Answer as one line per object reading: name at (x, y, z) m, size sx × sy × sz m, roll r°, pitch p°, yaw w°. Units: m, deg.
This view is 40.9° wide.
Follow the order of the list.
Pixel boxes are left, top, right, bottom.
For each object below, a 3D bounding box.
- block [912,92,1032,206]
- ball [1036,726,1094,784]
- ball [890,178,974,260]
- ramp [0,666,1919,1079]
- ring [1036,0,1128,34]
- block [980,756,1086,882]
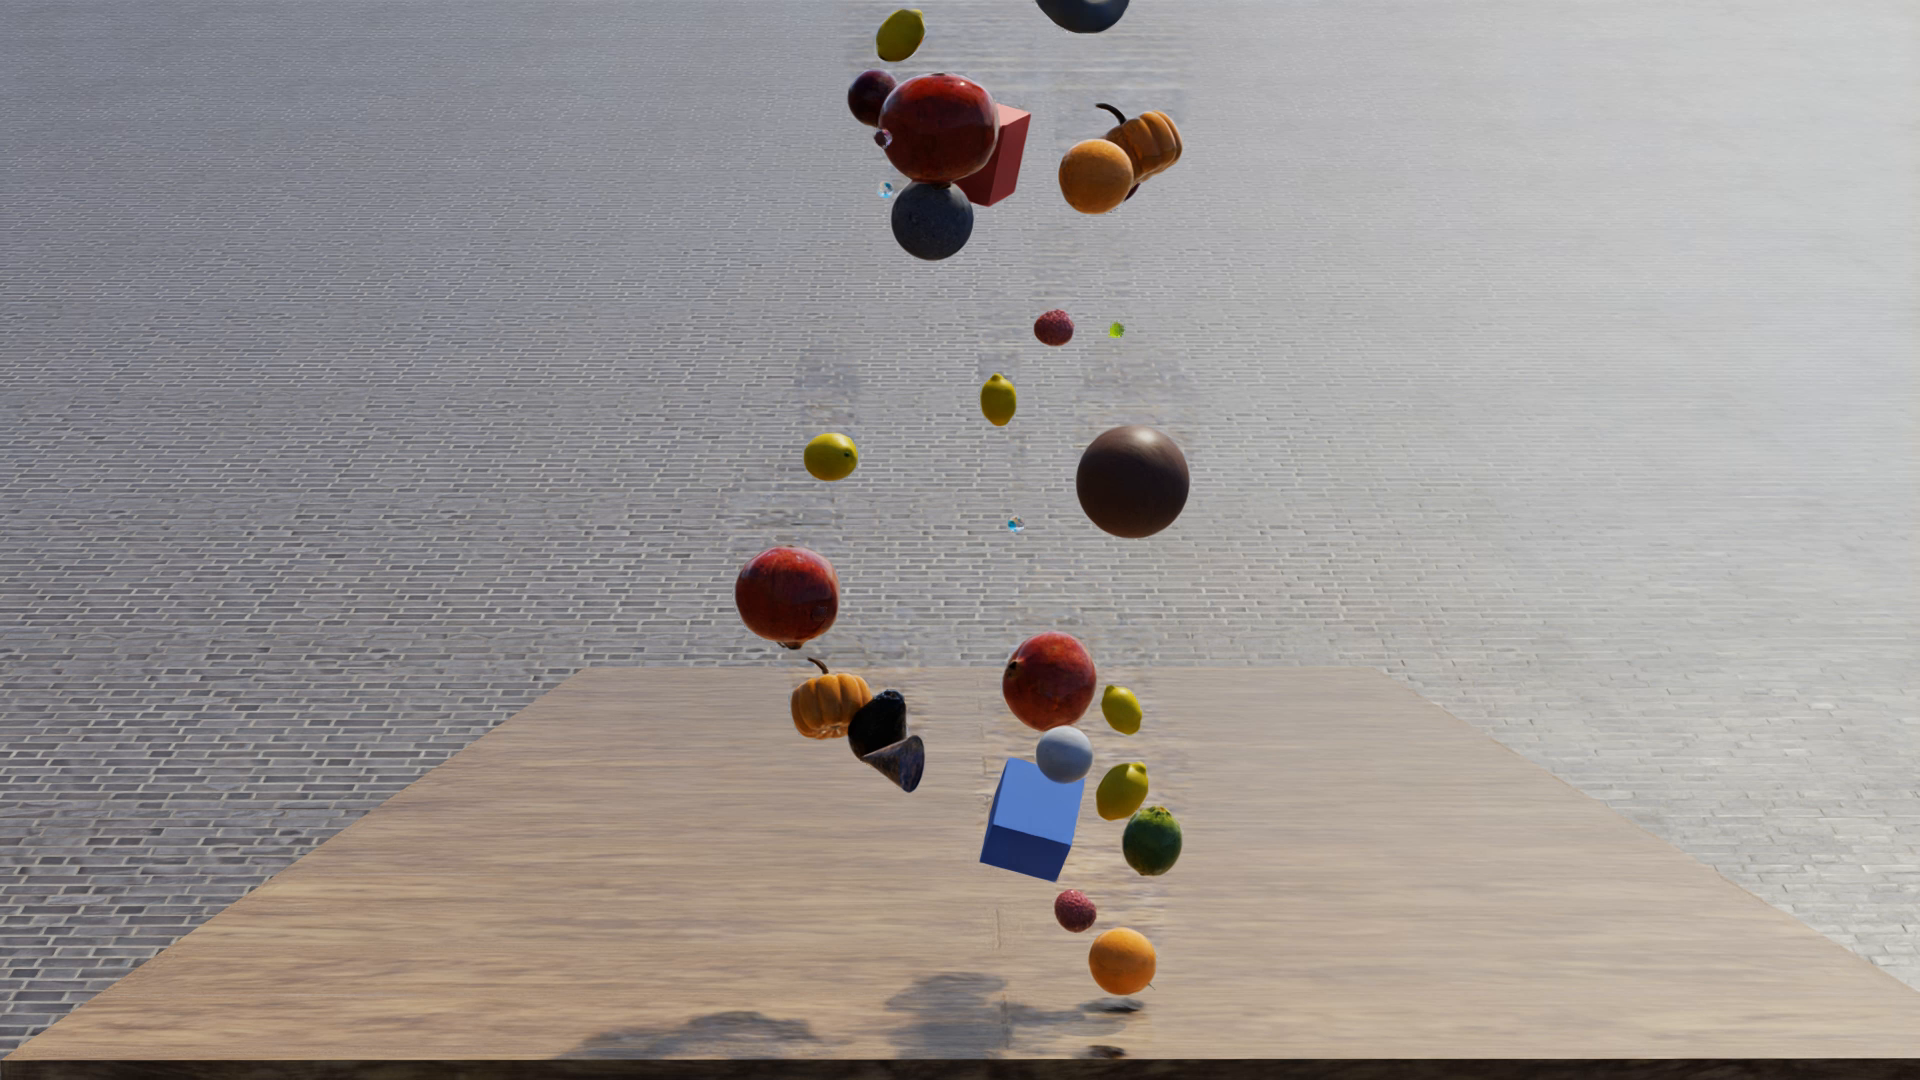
block at (0.012, -0.398, 2.619) m, size 0.085 × 0.085 × 0.085 m, roll 18°, pitch 23°, yaw 14°
ball at (0.107, 0.220, 2.637) m, size 0.059 × 0.059 × 0.059 m, roll 0°, pitch 22°, yaw 0°
ball at (-0.027, -0.317, 2.535) m, size 0.081 × 0.081 × 0.081 m, roll 0°, pitch 22°, yaw 0°
ramp at (0.052, 0.467, 4.534) m, size 2.000 × 0.100 × 4.000 m, roll 0°, pitch 3°, yaw 0°
ring at (0.111, -0.529, 2.401) m, size 0.115 × 0.115 × 0.038 m, roll -17°, pitch 1°, yaw -36°
block at (0.076, 0.294, 2.704) m, size 0.084 × 0.084 × 0.084 m, roll 15°, pitch 54°, yaw -1°
